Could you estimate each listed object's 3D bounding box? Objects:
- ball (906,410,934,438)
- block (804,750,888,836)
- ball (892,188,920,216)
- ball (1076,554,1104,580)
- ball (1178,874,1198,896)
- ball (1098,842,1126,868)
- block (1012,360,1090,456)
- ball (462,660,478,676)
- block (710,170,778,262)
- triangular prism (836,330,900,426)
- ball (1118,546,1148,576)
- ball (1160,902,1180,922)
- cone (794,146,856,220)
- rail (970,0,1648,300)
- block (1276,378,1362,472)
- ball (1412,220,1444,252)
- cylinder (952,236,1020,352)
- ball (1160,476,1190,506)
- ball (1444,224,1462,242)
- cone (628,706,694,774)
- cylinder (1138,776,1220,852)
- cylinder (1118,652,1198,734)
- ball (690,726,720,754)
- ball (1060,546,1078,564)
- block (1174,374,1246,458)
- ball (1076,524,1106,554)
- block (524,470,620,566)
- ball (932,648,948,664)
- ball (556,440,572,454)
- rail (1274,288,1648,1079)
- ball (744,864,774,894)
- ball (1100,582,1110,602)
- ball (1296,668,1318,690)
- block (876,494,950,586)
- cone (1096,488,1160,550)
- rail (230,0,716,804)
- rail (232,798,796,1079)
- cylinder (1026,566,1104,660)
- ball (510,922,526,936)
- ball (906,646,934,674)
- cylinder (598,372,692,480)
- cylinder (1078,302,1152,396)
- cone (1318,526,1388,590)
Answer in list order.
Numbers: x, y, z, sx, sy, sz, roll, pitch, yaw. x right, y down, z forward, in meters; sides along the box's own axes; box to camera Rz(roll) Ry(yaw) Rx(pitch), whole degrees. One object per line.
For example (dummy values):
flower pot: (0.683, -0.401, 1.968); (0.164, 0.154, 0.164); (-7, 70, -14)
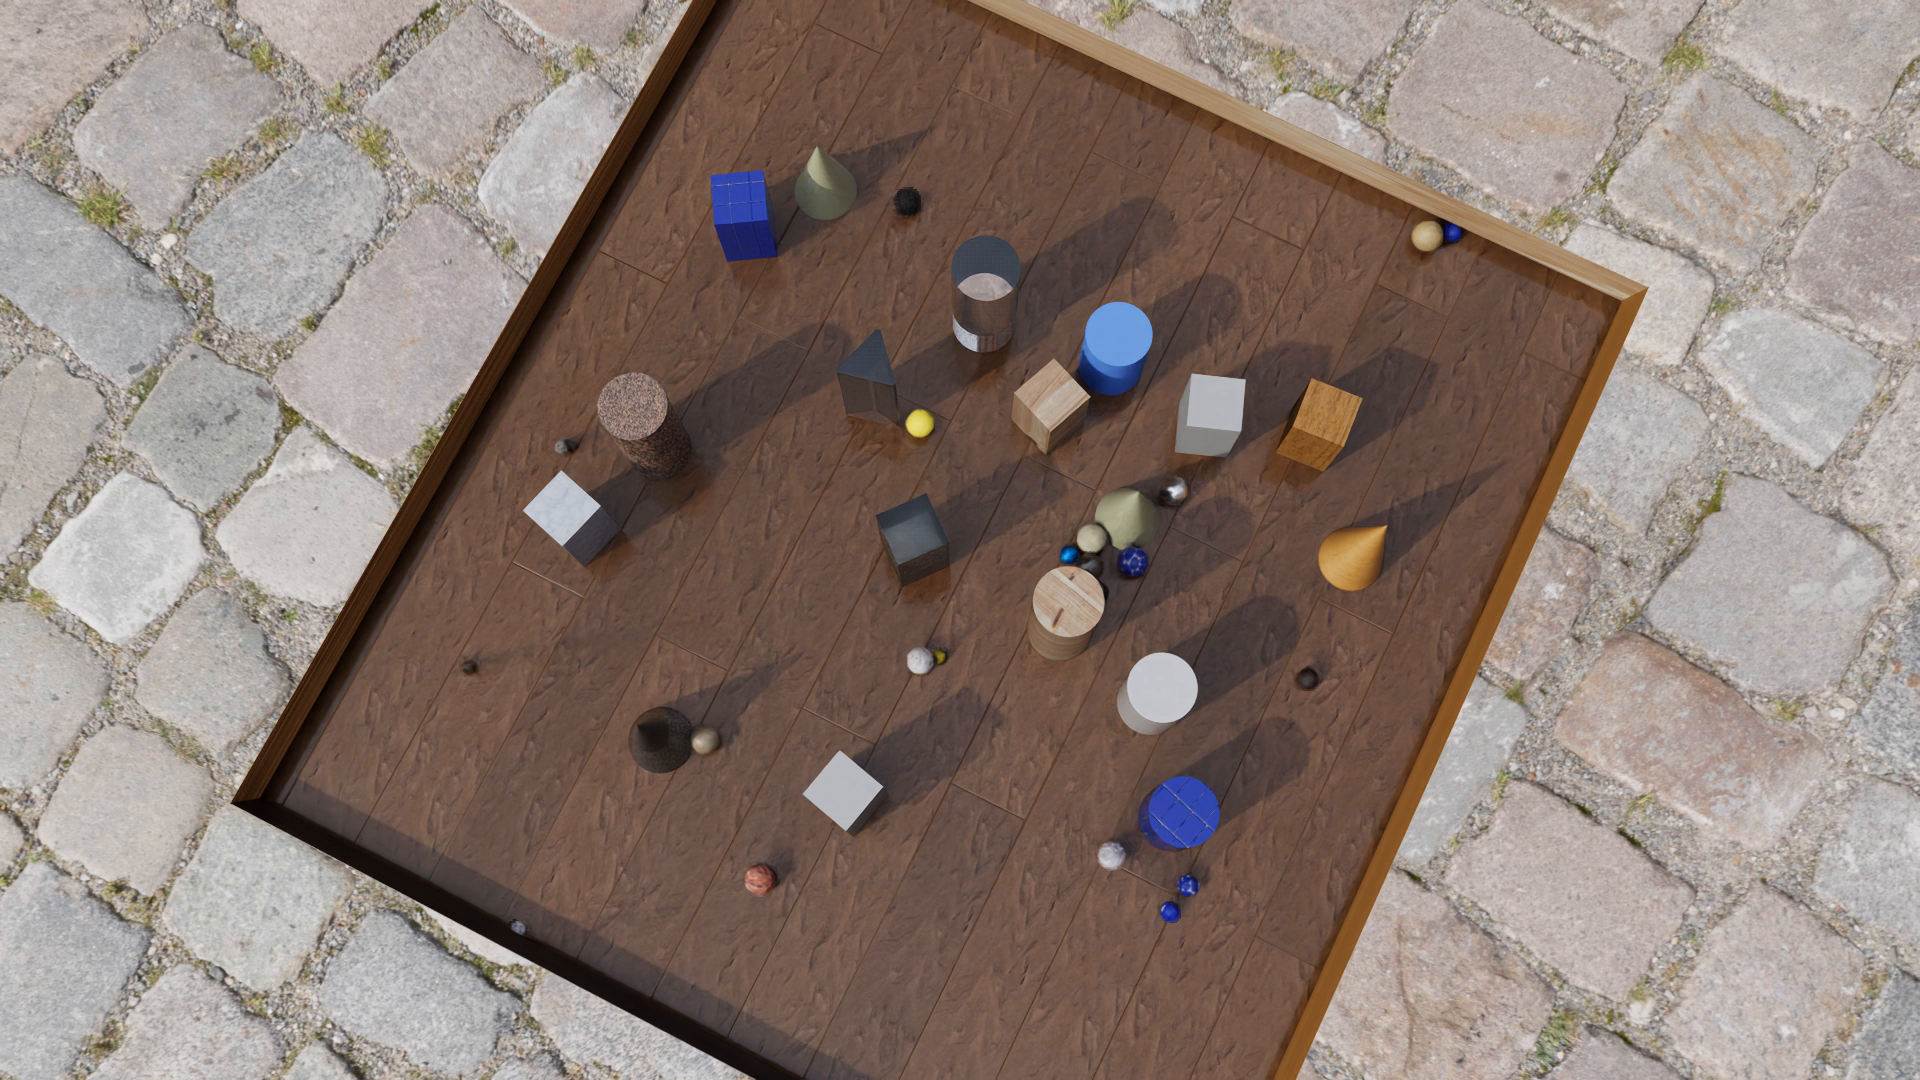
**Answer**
ball: (-0.124, -0.359, 5.647); (0.086, 0.086, 0.086); (0, 78, 0)
block: (-0.327, 0.734, 5.287); (0.160, 0.347, 0.160); (39, 81, 7)
ball: (-0.170, -1.067, 5.794); (0.086, 0.086, 0.086); (0, 78, 0)
ball: (0.393, 0.082, 5.556); (0.085, 0.085, 0.085); (0, 78, 0)
ball: (0.669, 1.012, 5.375); (0.063, 0.063, 0.063); (0, 78, 0)
ball: (0.446, 0.926, 5.385); (0.079, 0.079, 0.079); (0, 78, 0)
block: (0.273, -0.399, 5.552); (0.160, 0.288, 0.160); (-41, 81, -8)
ball: (-1.475, 0.383, 5.513); (0.048, 0.048, 0.048); (0, 78, 0)
block: (-0.665, -0.998, 5.664); (0.160, 0.313, 0.160); (-6, 78, -1)
triangular prism: (-0.253, -0.490, 5.486); (0.173, 0.454, 0.150); (14, 79, 3)
ball: (0.522, 0.065, 5.557); (0.091, 0.091, 0.091); (0, 78, 0)
ball: (0.615, 1.086, 5.362); (0.058, 0.058, 0.058); (0, 78, 0)
cone: (-0.429, -1.150, 5.677); (0.199, 0.348, 0.199); (0, 78, 0)
rail: (0.730, -1.422, 5.844); (3.092, 0.130, 0.045); (26, 80, 5)
block: (1.080, -0.344, 5.532); (0.160, 0.306, 0.160); (22, 79, 4)
ball: (1.472, -0.956, 5.764); (0.100, 0.100, 0.100); (0, 78, 0)
cylinder: (0.075, -0.734, 5.519); (0.199, 0.488, 0.199); (0, 78, 0)
ball: (0.656, -0.150, 5.601); (0.091, 0.091, 0.091); (0, 78, 0)
ball: (1.554, -0.971, 5.787); (0.060, 0.060, 0.060); (0, 78, 0)
cone: (-0.894, 0.556, 5.285); (0.199, 0.424, 0.199); (0, 78, 0)
cylinder: (0.629, 0.795, 5.295); (0.199, 0.308, 0.199); (0, 78, 0)
cylinder: (0.572, 0.452, 5.346); (0.199, 0.347, 0.199); (0, 78, 0)
ball: (-0.759, 0.594, 5.450); (0.086, 0.086, 0.086); (0, 78, 0)
ball: (0.332, 0.045, 5.578); (0.057, 0.057, 0.057); (0, 78, 0)
block: (0.753, -0.372, 5.535); (0.160, 0.311, 0.160); (6, 78, 1)
ball: (0.400, -0.005, 5.571); (0.092, 0.092, 0.092); (0, 78, 0)
block: (-1.154, -0.060, 5.466); (0.160, 0.319, 0.160); (41, 81, 8)
ball: (-0.061, 0.348, 5.521); (0.045, 0.045, 0.045); (0, 78, 0)
ball: (-1.224, -0.287, 5.652); (0.047, 0.047, 0.047); (0, 78, 0)
rail: (1.362, 0.674, 5.410); (0.045, 0.130, 3.310); (26, 80, 5)
ball: (-0.586, 0.994, 5.366); (0.088, 0.088, 0.088); (0, 78, 0)
ball: (0.418, 0.160, 5.548); (0.069, 0.069, 0.069); (0, 78, 0)
ball: (1.043, 0.417, 5.497); (0.066, 0.066, 0.066); (0, 78, 0)
block: (-0.137, 0.005, 5.433); (0.160, 0.357, 0.160); (-24, 79, -5)
cone: (0.515, -0.103, 5.452); (0.199, 0.364, 0.199); (0, 78, 0)
rail: (-1.362, -0.660, 5.686); (0.045, 0.130, 3.310); (26, 80, 5)
rail: (-0.730, 1.436, 5.252); (3.092, 0.130, 0.045); (26, 80, 5)
cylinder: (0.302, 0.219, 5.326); (0.199, 0.481, 0.199); (0, 78, 0)
ball: (-1.293, 1.139, 5.358); (0.045, 0.045, 0.045); (0, 78, 0)
ball: (-0.119, 0.362, 5.499); (0.083, 0.083, 0.083); (0, 78, 0)
cylinder: (-0.931, -0.332, 5.442); (0.199, 0.477, 0.199); (0, 78, 0)
cylinder: (0.471, -0.579, 5.579); (0.199, 0.309, 0.199); (0, 78, 0)
cone: (1.195, 0.009, 5.365); (0.199, 0.490, 0.199); (0, 78, 0)
